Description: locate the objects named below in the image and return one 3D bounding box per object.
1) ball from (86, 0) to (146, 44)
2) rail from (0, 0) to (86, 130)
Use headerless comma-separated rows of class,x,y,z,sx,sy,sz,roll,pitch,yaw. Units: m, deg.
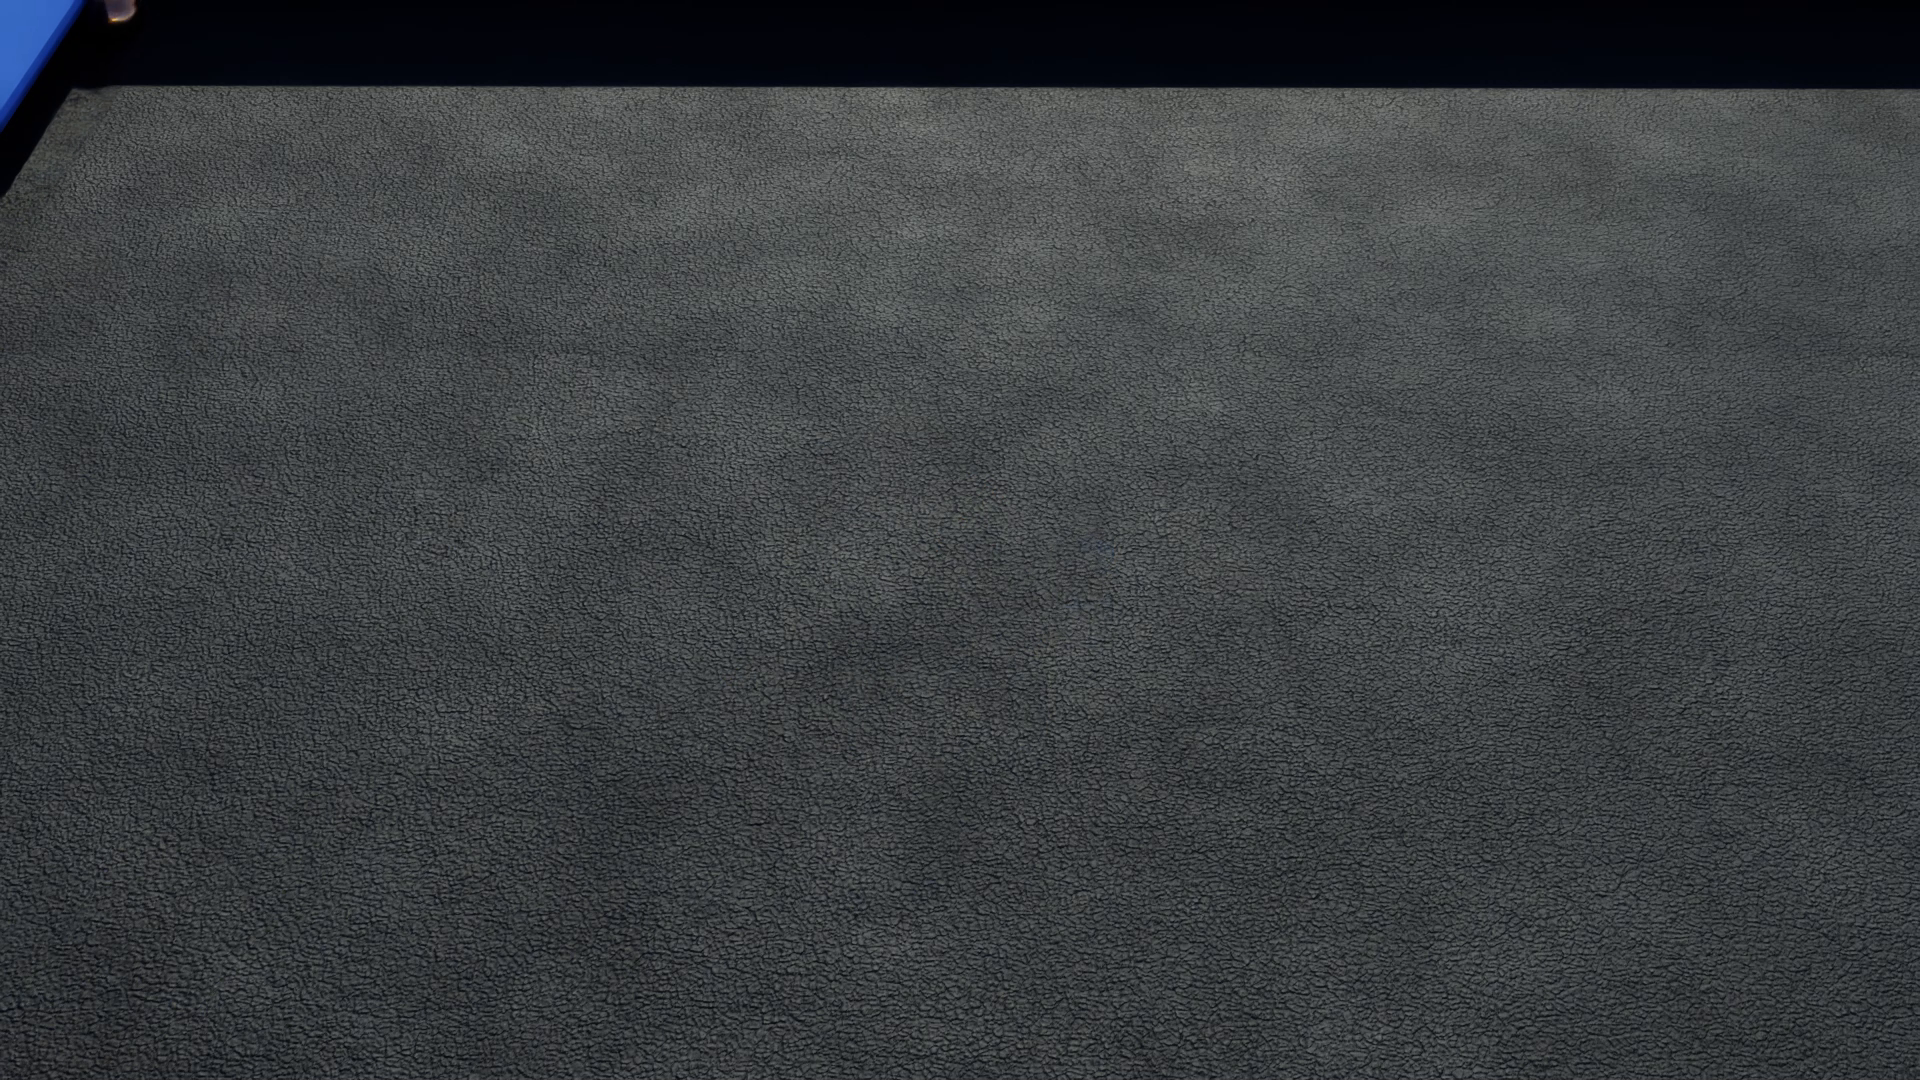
ball,-0.781,-0.486,2.374,0.053,0.053,0.053,0,36,0
rail,-0.819,-0.034,1.689,0.045,0.126,1.936,0,36,0
